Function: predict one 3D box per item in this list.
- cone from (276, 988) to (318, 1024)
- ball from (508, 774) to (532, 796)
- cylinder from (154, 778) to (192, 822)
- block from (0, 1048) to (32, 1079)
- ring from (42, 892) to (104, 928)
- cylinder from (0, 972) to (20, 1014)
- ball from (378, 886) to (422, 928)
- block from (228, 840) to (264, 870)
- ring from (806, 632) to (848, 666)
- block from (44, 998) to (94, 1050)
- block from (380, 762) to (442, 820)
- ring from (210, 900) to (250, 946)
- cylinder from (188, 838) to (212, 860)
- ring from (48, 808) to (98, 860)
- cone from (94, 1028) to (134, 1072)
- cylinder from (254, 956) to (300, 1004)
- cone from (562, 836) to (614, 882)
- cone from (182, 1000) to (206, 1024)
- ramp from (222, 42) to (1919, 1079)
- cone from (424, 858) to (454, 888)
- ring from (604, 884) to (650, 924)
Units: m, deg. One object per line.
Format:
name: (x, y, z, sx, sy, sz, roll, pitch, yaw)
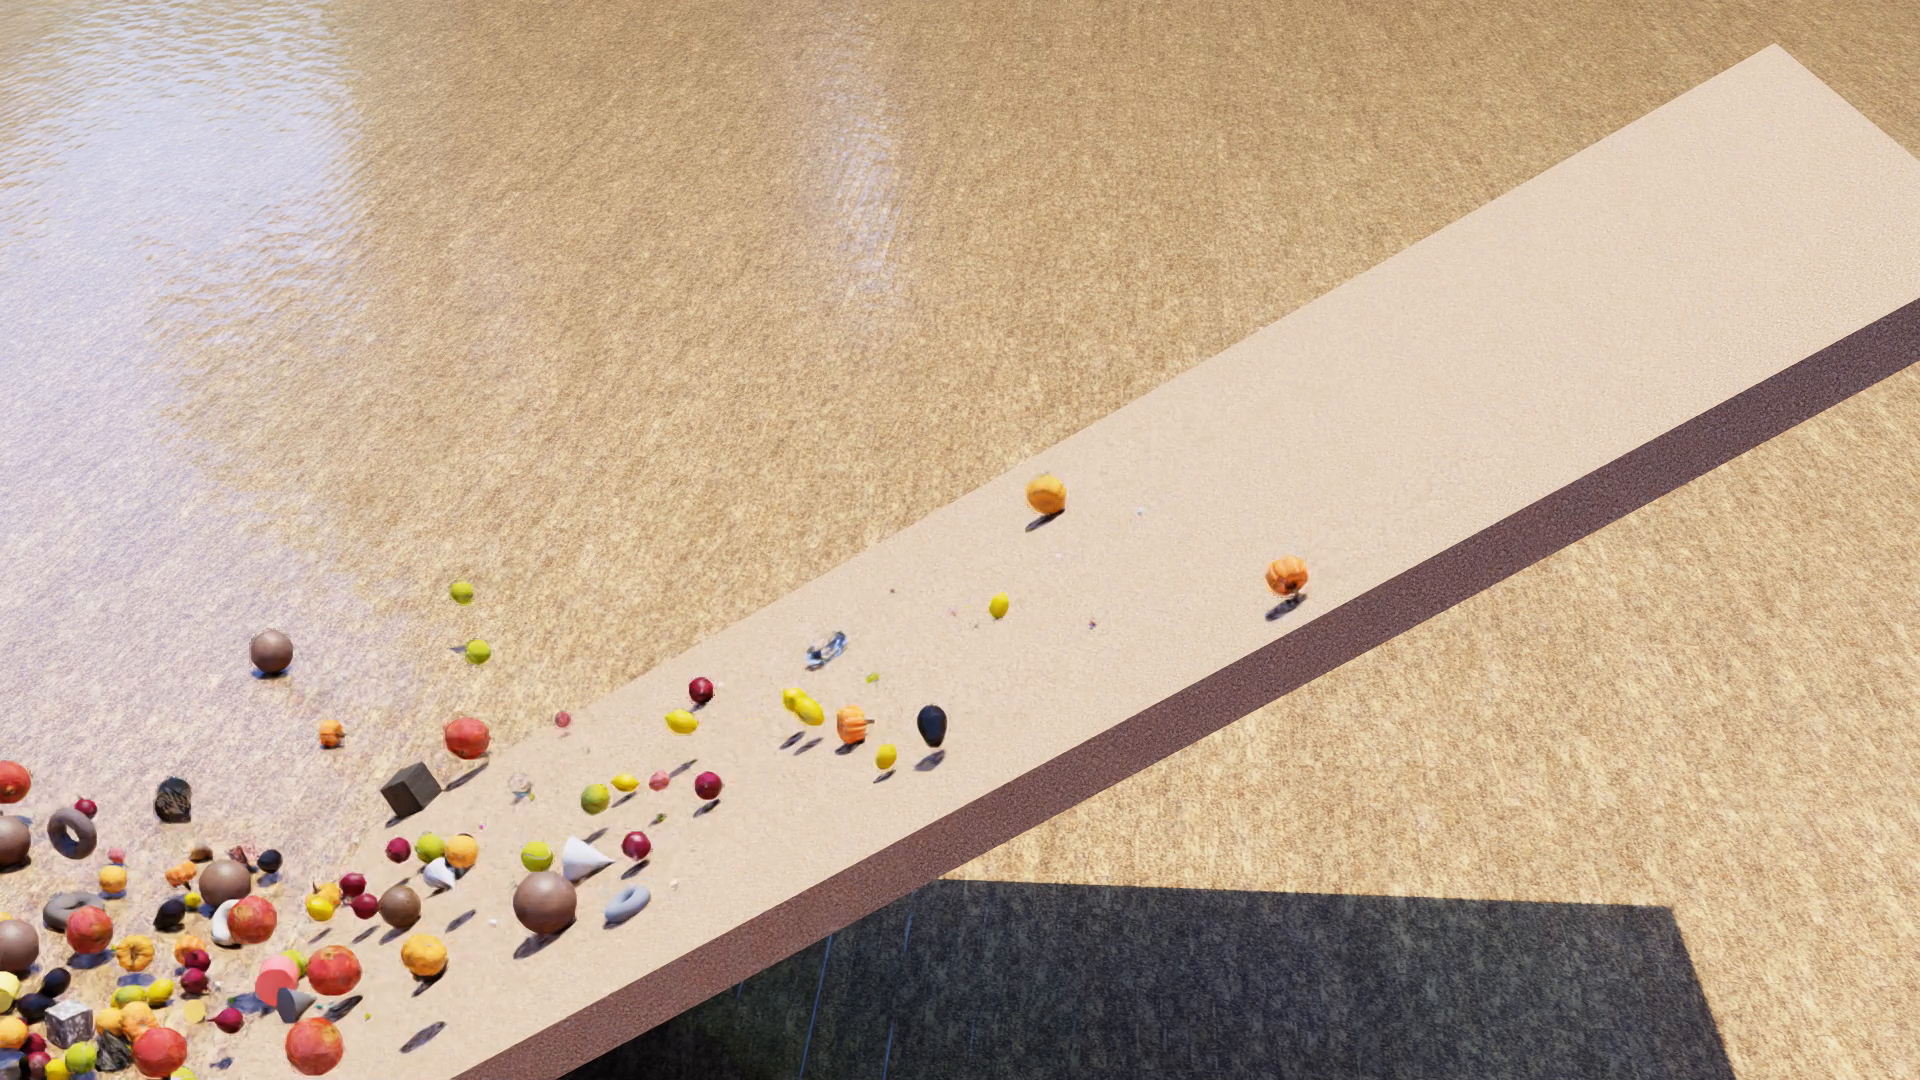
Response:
cone: (-1.459, 1.024, 6.528, 0.083, 0.083, 0.083, -9, 20, -42)
ball: (-1.057, 0.590, 7.074, 0.056, 0.056, 0.056, 0, 19, 0)
cylinder: (-2.114, 0.699, 7.907, 0.091, 0.091, 0.091, -4, 17, -10)
block: (-2.119, 1.182, 6.544, 0.068, 0.068, 0.068, 10, 28, 29)
ring: (-2.209, 0.923, 7.330, 0.149, 0.050, 0.149, -1, 19, 0)
cylinder: (-2.249, 1.060, 6.892, 0.073, 0.073, 0.073, 0, 20, -1)
ball: (-1.266, 0.829, 6.650, 0.095, 0.095, 0.095, 0, 19, 0)
block: (-1.846, 0.813, 7.599, 0.054, 0.054, 0.054, -27, -1, 30)
ring: (-0.302, 0.247, 6.675, 0.108, 0.036, 0.108, -29, 16, 9)
block: (-2.044, 1.110, 6.751, 0.076, 0.076, 0.076, 16, 25, 38)
block: (-1.410, 0.643, 7.552, 0.093, 0.093, 0.093, -23, 17, 32)
ring: (-1.789, 0.938, 7.217, 0.118, 0.118, 0.039, 18, -13, 41)
cylinder: (-1.978, 0.804, 7.664, 0.055, 0.055, 0.055, -6, 20, -13)
ring: (-2.231, 0.739, 7.392, 0.141, 0.141, 0.047, 8, 23, 21)
cone: (-1.918, 1.136, 6.633, 0.090, 0.090, 0.090, -6, 26, 3)
cylinder: (-1.552, 1.001, 6.685, 0.089, 0.089, 0.089, -1, 8, -4)
cone: (-0.776, 0.679, 6.227, 0.100, 0.100, 0.100, 2, 19, 16)
cone: (-1.774, 1.099, 6.861, 0.056, 0.056, 0.056, 5, -7, 14)
ramp: (0.142, 0.168, 6.287, 4.000, 0.100, 2.000, -29, 15, 12)
cone: (-1.178, 0.780, 6.746, 0.078, 0.078, 0.078, -14, 29, -36)
ring: (-0.665, 0.726, 5.869, 0.103, 0.034, 0.103, -29, 16, 9)
